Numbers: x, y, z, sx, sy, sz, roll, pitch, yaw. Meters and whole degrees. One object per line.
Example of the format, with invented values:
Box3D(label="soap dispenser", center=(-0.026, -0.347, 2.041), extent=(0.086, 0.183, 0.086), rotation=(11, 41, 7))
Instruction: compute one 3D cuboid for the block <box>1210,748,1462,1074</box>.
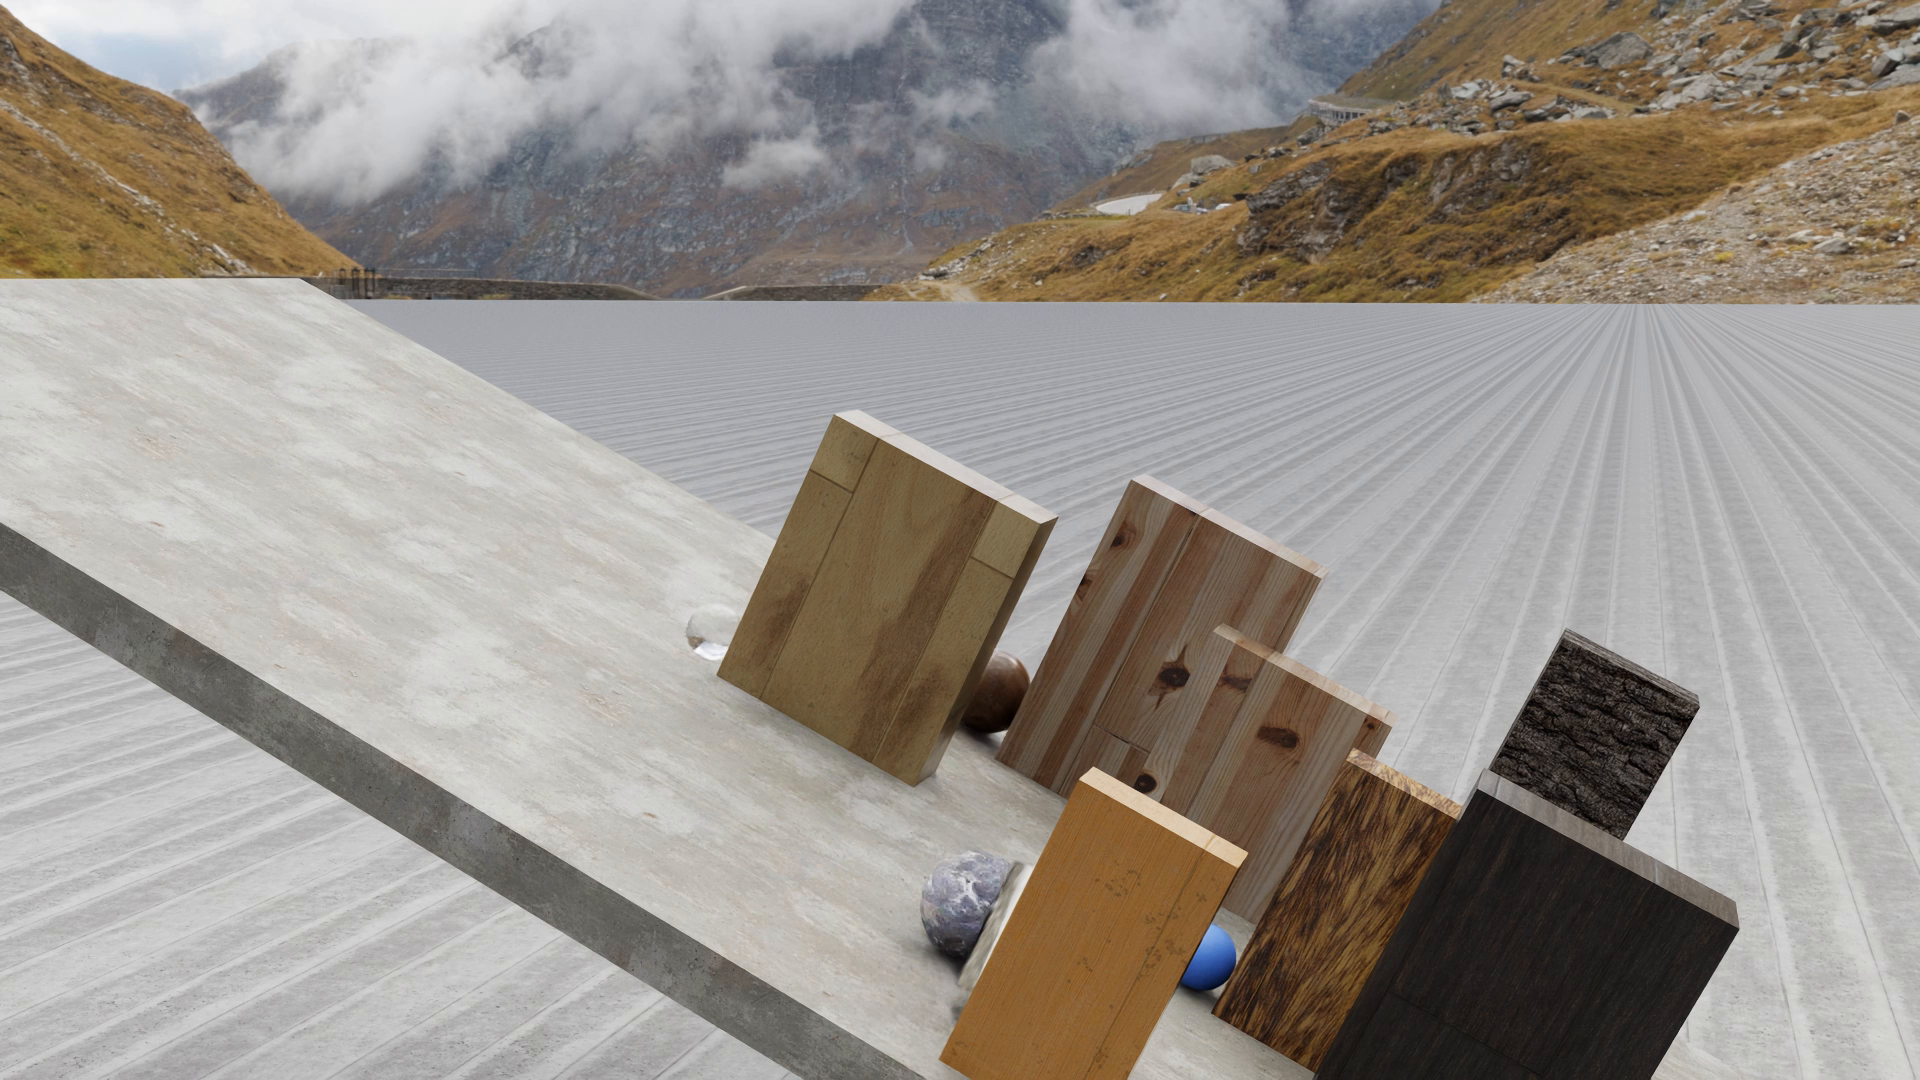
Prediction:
Box3D(label="block", center=(0.730, 0.677, 3.685), extent=(0.427, 0.504, 0.100), rotation=(28, 14, 12))

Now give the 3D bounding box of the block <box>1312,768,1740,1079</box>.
Box3D(label="block", center=(0.808, 0.734, 3.283), extent=(0.406, 0.657, 0.143), rotation=(28, 14, 12))

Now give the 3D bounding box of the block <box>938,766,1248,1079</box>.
Box3D(label="block", center=(0.186, 0.591, 3.113), extent=(0.248, 0.471, 0.084), rotation=(28, 14, 12))

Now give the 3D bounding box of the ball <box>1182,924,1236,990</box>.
Box3D(label="ball", center=(0.419, 0.719, 3.801), extent=(0.117, 0.117, 0.117), rotation=(0, 7, 0))

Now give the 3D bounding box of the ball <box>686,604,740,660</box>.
Box3D(label="ball", center=(-0.474, 0.178, 4.259), extent=(0.110, 0.110, 0.110), rotation=(0, 7, 0))

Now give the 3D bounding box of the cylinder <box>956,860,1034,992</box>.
Box3D(label="cylinder", center=(0.129, 0.623, 3.324), extent=(0.204, 0.204, 0.204), rotation=(26, -10, 5))

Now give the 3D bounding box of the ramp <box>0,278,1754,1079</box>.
Box3D(label="ramp", center=(-0.253, 0.428, 4.164), extent=(4.000, 0.100, 2.000), rotation=(28, 14, 12))

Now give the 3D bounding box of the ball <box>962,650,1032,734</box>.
Box3D(label="ball", center=(0.064, 0.314, 4.569), extent=(0.173, 0.173, 0.173), rotation=(0, 7, 0))

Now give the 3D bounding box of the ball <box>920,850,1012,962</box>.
Box3D(label="ball", center=(0.025, 0.582, 3.490), extent=(0.176, 0.176, 0.176), rotation=(0, 7, 0))

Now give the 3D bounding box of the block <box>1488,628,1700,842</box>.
Box3D(label="block", center=(1.254, 0.564, 4.652), extent=(0.302, 0.685, 0.135), rotation=(28, 14, 12))

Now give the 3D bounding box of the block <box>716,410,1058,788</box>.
Box3D(label="block", center=(-0.141, 0.107, 4.158), extent=(0.441, 0.560, 0.135), rotation=(28, 14, 12))

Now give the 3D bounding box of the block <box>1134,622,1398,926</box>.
Box3D(label="block", center=(0.563, 0.463, 4.258), extent=(0.380, 0.473, 0.112), rotation=(28, 14, 12))

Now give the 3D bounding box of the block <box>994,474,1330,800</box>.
Box3D(label="block", center=(0.401, 0.251, 4.406), extent=(0.418, 0.641, 0.131), rotation=(28, 14, 12))
